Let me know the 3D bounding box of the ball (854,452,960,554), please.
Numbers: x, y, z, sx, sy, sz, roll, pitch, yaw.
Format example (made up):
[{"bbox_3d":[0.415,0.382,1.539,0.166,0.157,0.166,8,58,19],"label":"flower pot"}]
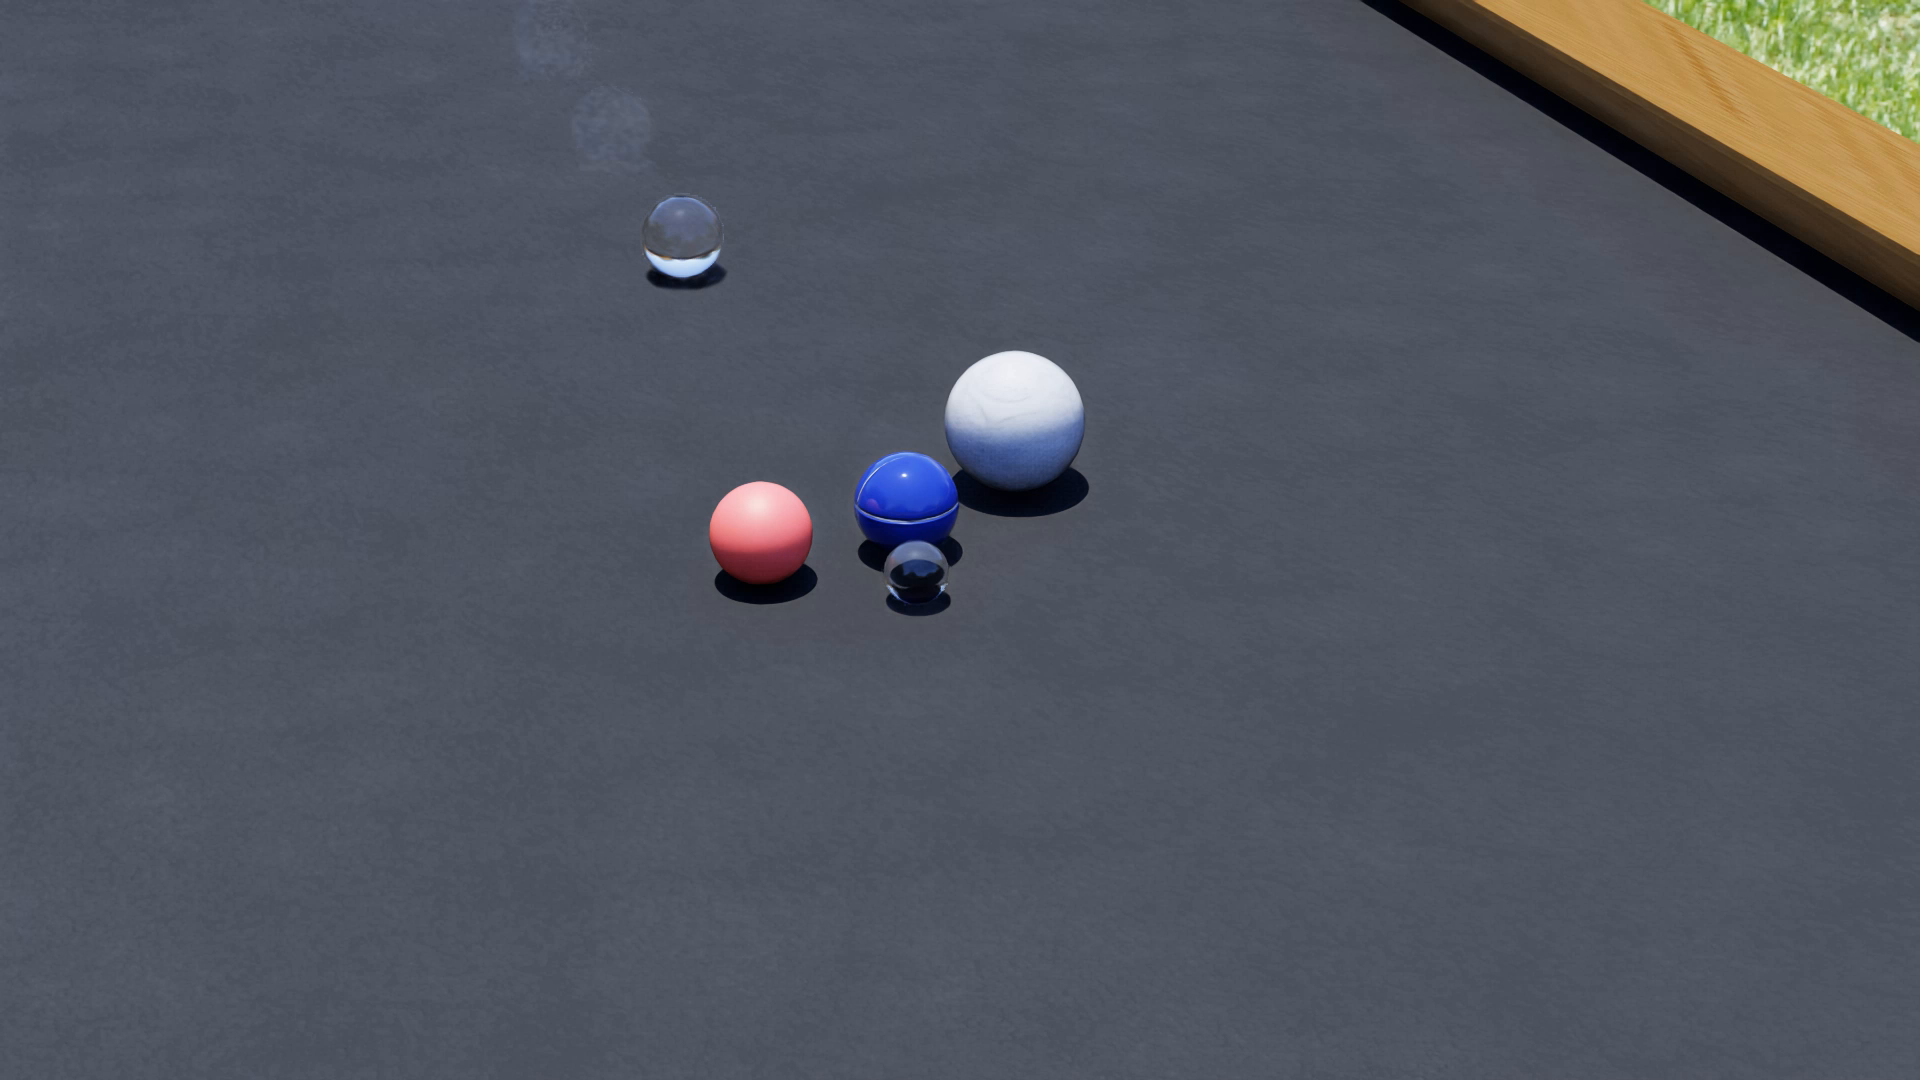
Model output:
[{"bbox_3d":[-0.036,-0.024,1.989,0.071,0.071,0.071,0,27,0],"label":"ball"}]

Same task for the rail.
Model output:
[{"bbox_3d":[0.560,-0.503,2.876,0.045,0.130,3.293,-9,28,-17],"label":"rail"}]

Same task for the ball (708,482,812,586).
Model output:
[{"bbox_3d":[-0.132,-0.004,1.952,0.069,0.069,0.069,0,27,0],"label":"ball"}]

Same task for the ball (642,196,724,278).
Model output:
[{"bbox_3d":[-0.231,-0.252,2.448,0.068,0.068,0.068,0,27,0],"label":"ball"}]

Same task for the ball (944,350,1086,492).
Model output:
[{"bbox_3d":[0.039,-0.084,2.075,0.100,0.100,0.100,0,27,0],"label":"ball"}]

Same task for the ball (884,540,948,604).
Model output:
[{"bbox_3d":[-0.029,0.021,1.931,0.043,0.043,0.043,0,27,0],"label":"ball"}]
